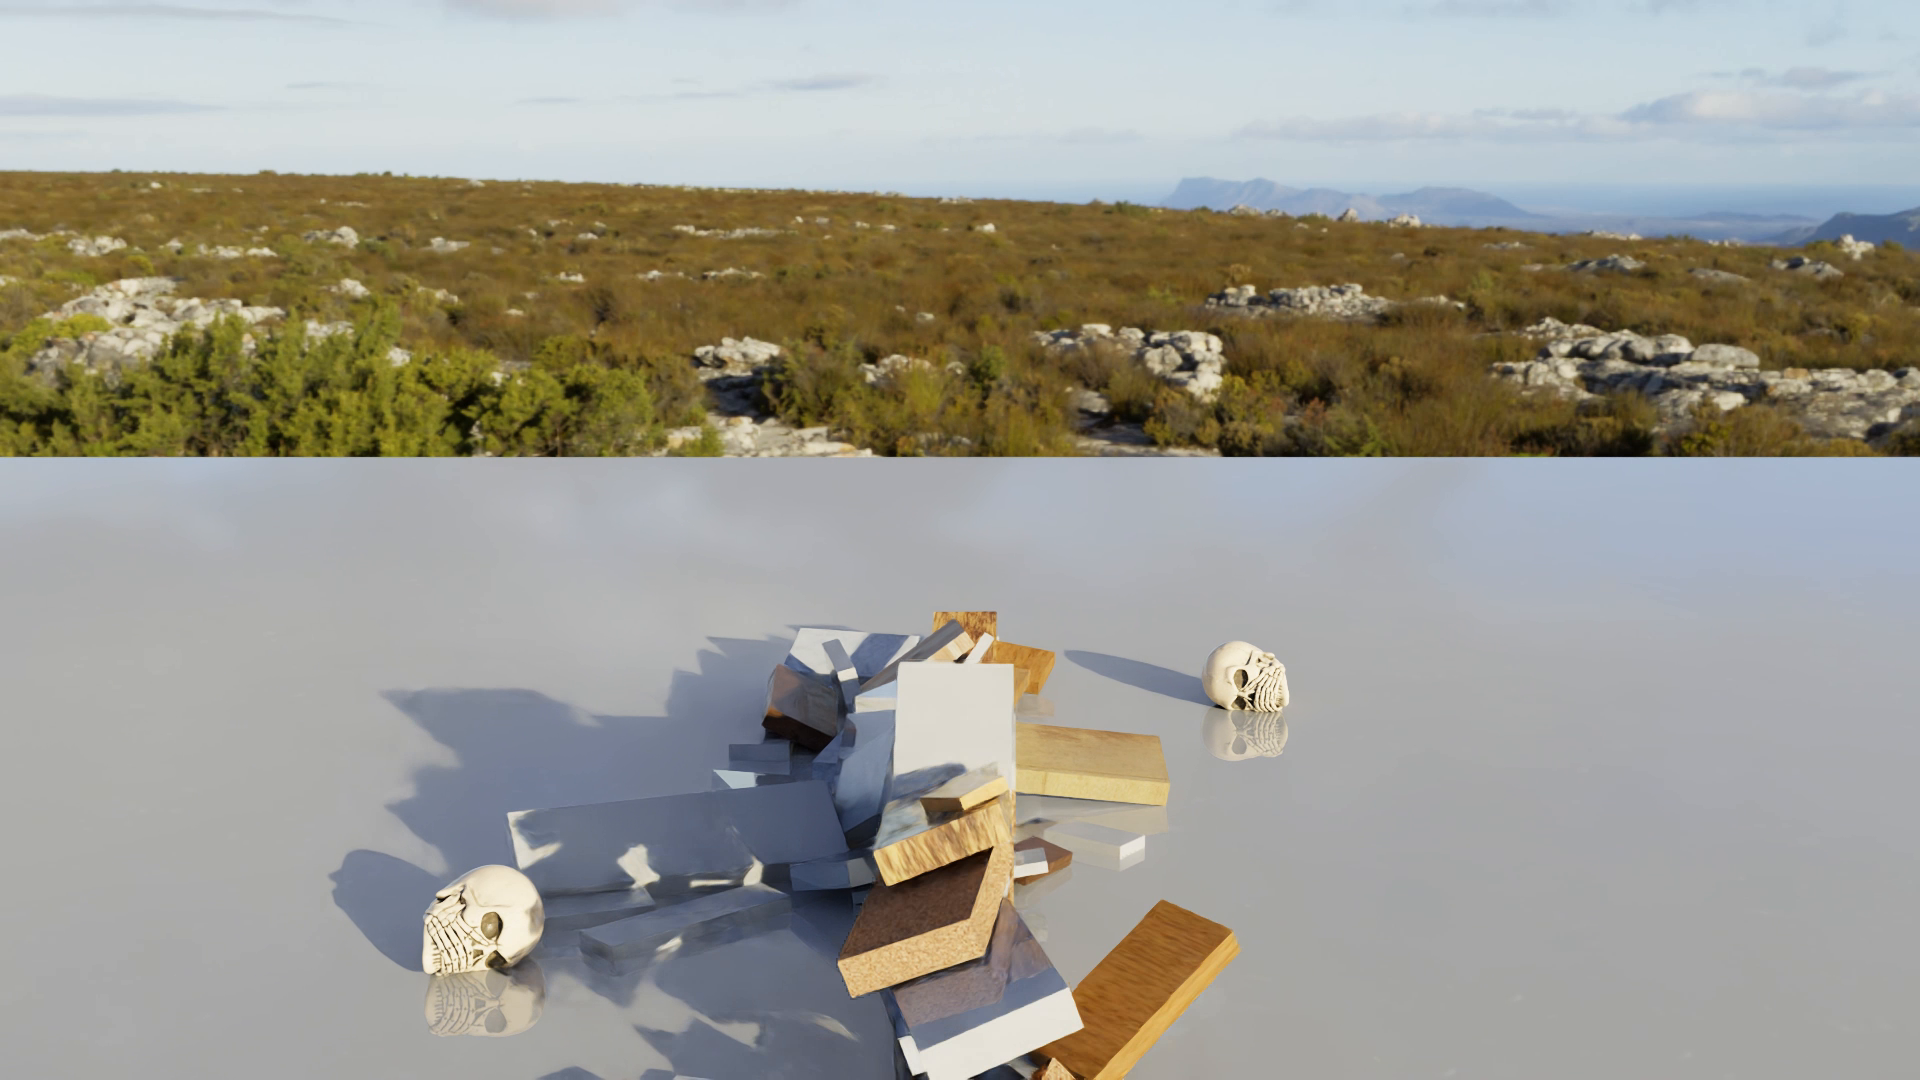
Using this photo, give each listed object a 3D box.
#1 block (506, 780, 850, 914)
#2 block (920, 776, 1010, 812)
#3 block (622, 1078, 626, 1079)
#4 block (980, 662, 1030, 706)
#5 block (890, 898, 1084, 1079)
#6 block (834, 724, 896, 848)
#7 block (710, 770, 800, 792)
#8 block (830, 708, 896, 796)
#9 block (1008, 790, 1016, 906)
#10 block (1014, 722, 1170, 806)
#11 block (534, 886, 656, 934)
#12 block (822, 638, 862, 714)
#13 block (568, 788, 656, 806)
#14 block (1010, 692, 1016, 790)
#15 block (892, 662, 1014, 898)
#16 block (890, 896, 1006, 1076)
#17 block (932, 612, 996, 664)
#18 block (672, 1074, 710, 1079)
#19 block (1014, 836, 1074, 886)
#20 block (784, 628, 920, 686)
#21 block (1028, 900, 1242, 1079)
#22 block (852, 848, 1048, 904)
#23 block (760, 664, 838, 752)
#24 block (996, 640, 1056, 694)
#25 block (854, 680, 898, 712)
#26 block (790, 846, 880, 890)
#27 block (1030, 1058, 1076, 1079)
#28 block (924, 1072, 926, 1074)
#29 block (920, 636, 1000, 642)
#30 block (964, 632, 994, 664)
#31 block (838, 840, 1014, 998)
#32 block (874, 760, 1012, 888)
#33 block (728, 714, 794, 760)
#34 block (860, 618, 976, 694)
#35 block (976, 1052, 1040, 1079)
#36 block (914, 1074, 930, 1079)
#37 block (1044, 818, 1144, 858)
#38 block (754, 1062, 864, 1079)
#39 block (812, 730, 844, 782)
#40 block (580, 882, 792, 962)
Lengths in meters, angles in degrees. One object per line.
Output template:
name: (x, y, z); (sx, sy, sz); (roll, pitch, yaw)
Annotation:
block: (-0.475, 0.513, 3.717); (0.553, 0.050, 0.175); (-4, 42, -20)
block: (0.005, 0.326, 2.831); (0.067, 0.019, 0.135); (-24, 4, -23)
block: (-0.392, 0.744, 2.745); (0.248, 0.035, 0.124); (10, 15, 44)
block: (0.072, 0.324, 4.774); (0.115, 0.033, 0.230); (7, 16, 12)
block: (0.016, 0.521, 2.557); (0.176, 0.050, 0.353); (-22, 10, -7)
block: (-0.151, 0.427, 3.772); (0.044, 0.156, 0.312); (18, -22, -14)
block: (-0.351, 0.473, 4.020); (0.156, 0.044, 0.312); (6, 2, -16)
block: (-0.140, 0.388, 3.962); (0.044, 0.156, 0.491); (14, -9, -15)
block: (0.001, 0.488, 3.334); (0.162, 0.323, 0.046); (0, 26, 0)
block: (0.214, 0.424, 4.198); (0.350, 0.050, 0.175); (6, 25, -5)
block: (-0.590, 0.598, 3.556); (0.181, 0.026, 0.090); (-4, 11, -20)
block: (-0.248, 0.313, 4.772); (0.039, 0.137, 0.274); (-16, 13, -7)
block: (-0.542, 0.517, 3.926); (0.350, 0.050, 0.175); (8, 13, 37)
block: (0.002, 0.281, 3.349); (0.162, 0.046, 0.323); (0, 22, 0)
block: (-0.011, 0.347, 3.146); (0.168, 0.362, 0.048); (1, -31, 2)
block: (0.002, 0.549, 2.737); (0.173, 0.049, 0.346); (-21, 9, -2)
block: (0.009, 0.265, 4.997); (0.146, 0.041, 0.292); (0, 34, 2)
block: (-0.320, 0.729, 2.870); (0.135, 0.019, 0.068); (3, 11, 16)
block: (0.119, 0.548, 3.761); (0.081, 0.023, 0.161); (20, 15, 28)
block: (-0.249, 0.276, 5.067); (0.293, 0.041, 0.146); (3, 40, 17)
block: (0.223, 0.590, 2.845); (0.281, 0.037, 0.130); (-41, 34, -26)
block: (-0.018, 0.557, 3.652); (0.325, 0.020, 0.070); (-9, 11, -1)
block: (-0.337, 0.354, 4.644); (0.146, 0.041, 0.361); (26, 9, -7)
block: (0.083, 0.282, 5.037); (0.243, 0.034, 0.121); (11, 36, 17)
block: (-0.073, 0.310, 4.345); (0.156, 0.044, 0.312); (2, 6, 21)
block: (-0.117, 0.535, 3.682); (0.304, 0.043, 0.152); (-6, -5, -43)
block: (0.104, 0.722, 2.530); (0.137, 0.039, 0.274); (45, 26, 2)
block: (0.015, 0.727, 2.651); (0.137, 0.039, 0.274); (21, 6, -3)
block: (-0.098, 0.269, 5.231); (0.376, 0.034, 0.122); (-10, 11, -29)
block: (0.014, 0.289, 4.839); (0.025, 0.088, 0.176); (32, 47, 5)
block: (-0.036, 0.454, 2.729); (0.168, 0.048, 0.336); (-20, 8, 11)
block: (-0.019, 0.369, 2.898); (0.168, 0.048, 0.336); (-21, 3, 2)
block: (-0.406, 0.407, 4.560); (0.122, 0.034, 0.243); (0, 11, 0)
block: (-0.101, 0.281, 4.817); (0.274, 0.039, 0.137); (-36, 14, -3)
block: (0.112, 0.701, 2.828); (0.137, 0.039, 0.274); (16, 0, -27)
block: (-0.131, 0.714, 2.601); (0.248, 0.035, 0.124); (-26, 7, 6)
block: (0.240, 0.532, 3.919); (0.161, 0.023, 0.081); (8, 13, 36)
block: (-0.199, 0.722, 2.905); (0.135, 0.019, 0.068); (5, 12, 25)
block: (-0.195, 0.431, 4.421); (0.137, 0.039, 0.274); (2, 11, 11)
block: (-0.433, 0.607, 3.507); (0.344, 0.026, 0.090); (-9, 14, -41)
